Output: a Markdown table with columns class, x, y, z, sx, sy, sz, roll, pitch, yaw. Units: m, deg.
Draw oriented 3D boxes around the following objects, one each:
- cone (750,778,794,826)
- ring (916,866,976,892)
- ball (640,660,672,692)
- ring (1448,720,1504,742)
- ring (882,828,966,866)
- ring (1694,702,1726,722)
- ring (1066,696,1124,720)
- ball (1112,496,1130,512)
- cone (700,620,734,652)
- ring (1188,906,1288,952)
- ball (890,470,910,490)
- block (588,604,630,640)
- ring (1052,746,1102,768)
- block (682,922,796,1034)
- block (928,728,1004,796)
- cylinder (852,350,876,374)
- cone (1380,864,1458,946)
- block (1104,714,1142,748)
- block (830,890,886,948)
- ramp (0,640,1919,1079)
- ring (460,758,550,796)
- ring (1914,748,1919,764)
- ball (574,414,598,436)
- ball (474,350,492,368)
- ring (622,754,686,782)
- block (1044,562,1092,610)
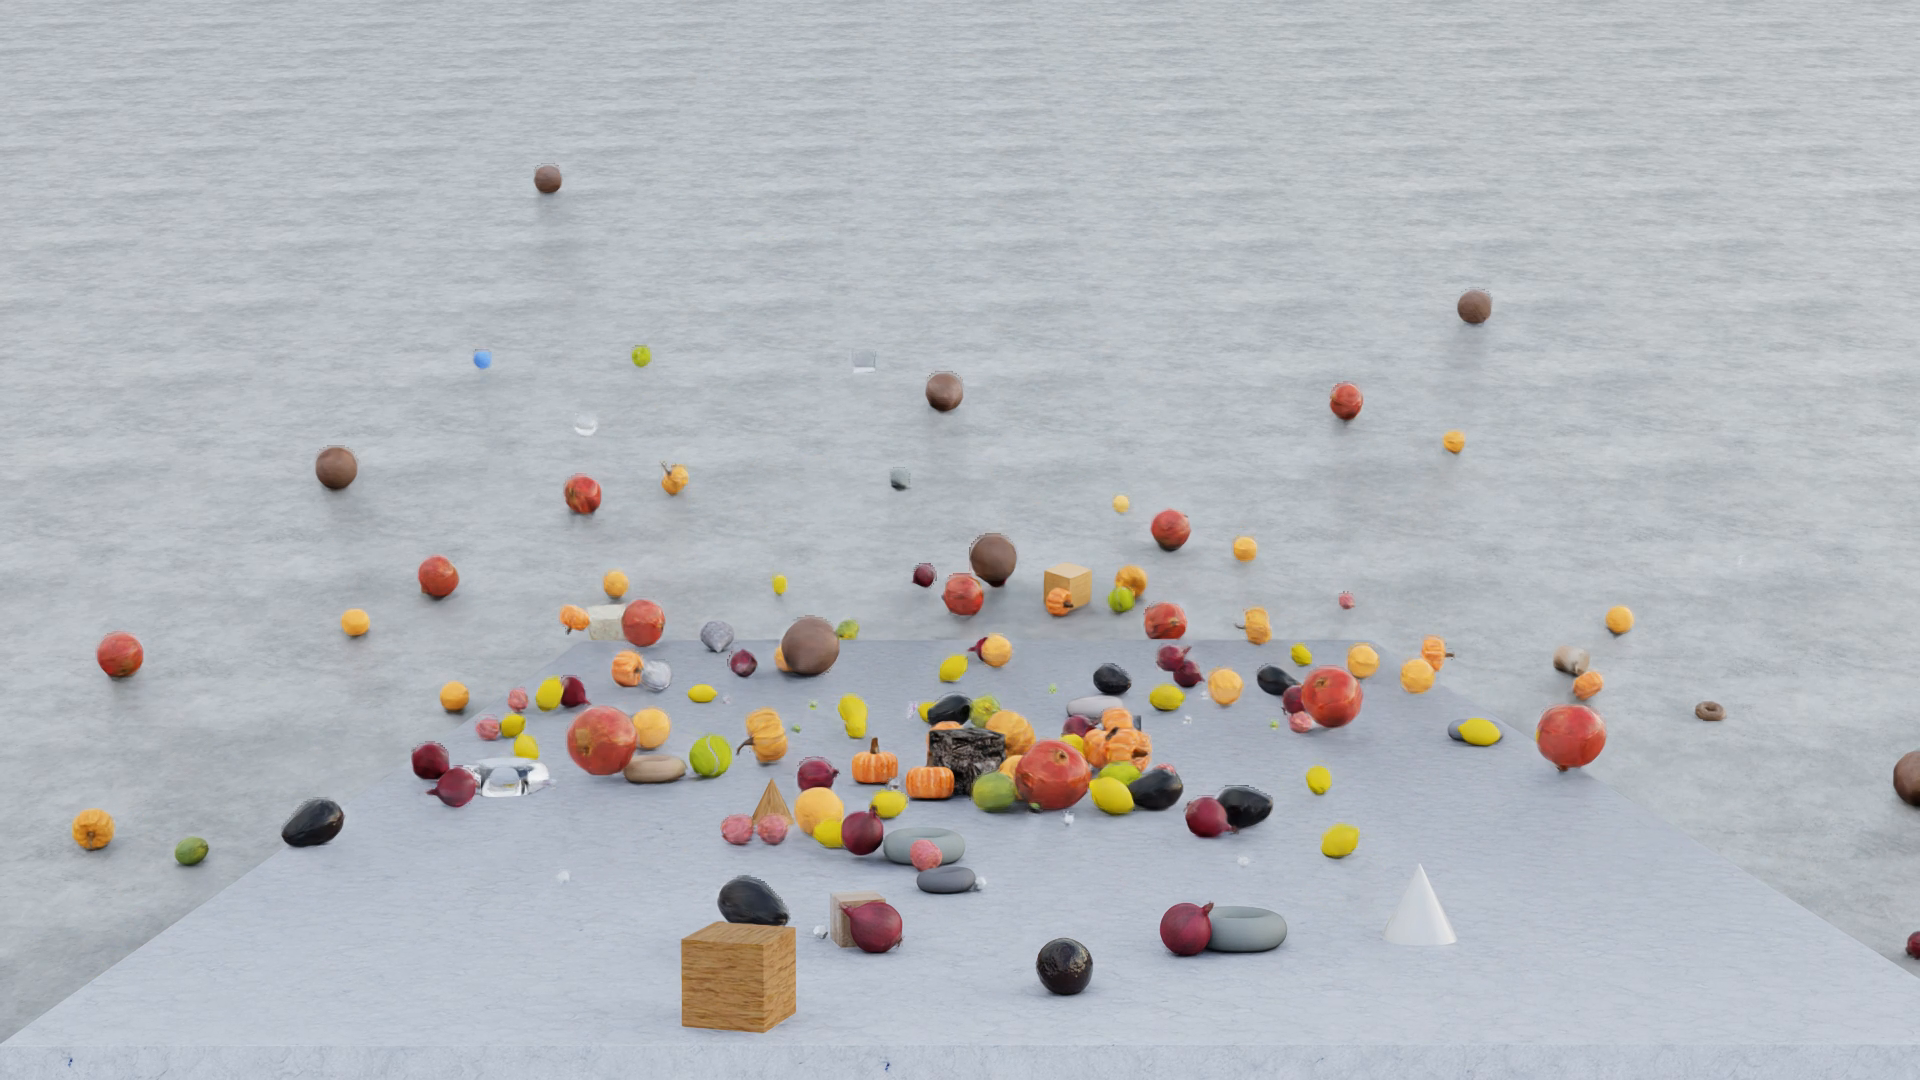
| class | x | y | z | sx | sy | sz | roll | pitch | yaw |
| --- | --- | --- | --- | --- | --- | --- | --- | --- | --- |
| cone | -0.279 | 0.386 | 3.811 | 0.068 | 0.068 | 0.068 | 0 | 3 | 0 |
| ring | -0.018 | 0.438 | 3.310 | 0.077 | 0.026 | 0.077 | -3 | 1 | 0 |
| ball | -0.641 | 0.288 | 5.430 | 0.067 | 0.067 | 0.067 | 0 | 20 | 0 |
| ring | 0.944 | 0.349 | 4.697 | 0.103 | 0.034 | 0.103 | 1 | 2 | 0 |
| ring | -0.049 | 0.420 | 3.517 | 0.114 | 0.038 | 0.114 | 1 | 5 | 0 |
| ring | 1.844 | 0.421 | 6.312 | 0.075 | 0.025 | 0.075 | -1 | 25 | 1 |
| ring | 0.264 | 0.327 | 5.021 | 0.112 | 0.037 | 0.112 | -4 | 2 | 0 |
| ball | 0.483 | -0.107 | 7.714 | 0.051 | 0.051 | 0.051 | 0 | 20 | 0 |
| cone | -0.590 | 0.253 | 6.255 | 0.083 | 0.083 | 0.083 | -2 | 30 | -6 |
| ring | 0.322 | 0.452 | 2.983 | 0.115 | 0.038 | 0.115 | 0 | 2 | 0 |
| ball | -0.187 | -0.187 | 7.915 | 0.062 | 0.062 | 0.062 | 0 | 20 | 0 |
| block | -0.919 | 0.235 | 6.713 | 0.099 | 0.099 | 0.099 | -4 | 21 | -11 |
| ring | 0.198 | 0.371 | 4.380 | 0.087 | 0.029 | 0.087 | 4 | 5 | 0 |
| block | -0.226 | 0.447 | 2.633 | 0.090 | 0.090 | 0.090 | 1 | 4 | 17 |
| block | 0.010 | 0.355 | 4.127 | 0.092 | 0.092 | 0.092 | -2 | 4 | -24 |
| cylinder | -0.341 | -0.630 | 9.099 | 0.077 | 0.077 | 0.077 | -4 | 20 | -6 |
| cone | 0.540 | 0.423 | 3.020 | 0.090 | 0.090 | 0.090 | 0 | 3 | 0 |
| block | 0.294 | 0.344 | 4.621 | 0.052 | 0.052 | 0.052 | 1 | 4 | 22 |
| block | -0.119 | 0.443 | 3.001 | 0.054 | 0.054 | 0.054 | -1 | 4 | -16 |
| ramp | 0.047 | 0.426 | 4.533 | 2.000 | 0.100 | 4.000 | 0 | 3 | 0 |
| ring | -0.730 | 0.379 | 4.110 | 0.143 | 0.048 | 0.143 | 0 | 5 | 0 |
| ring | 2.273 | 0.514 | 5.992 | 0.097 | 0.032 | 0.097 | 26 | -12 | 6 |
| ball | -1.225 | -0.378 | 8.417 | 0.075 | 0.075 | 0.075 | 0 | 20 | 0 |
| ball | -1.700 | -0.642 | 9.152 | 0.065 | 0.065 | 0.065 | 0 | 20 | 0 |
| ring | -0.505 | 0.377 | 4.238 | 0.106 | 0.035 | 0.106 | -1 | 4 | 0 |
| block | 0.295 | 0.126 | 7.021 | 0.092 | 0.092 | 0.092 | 17 | 26 | 39 |
